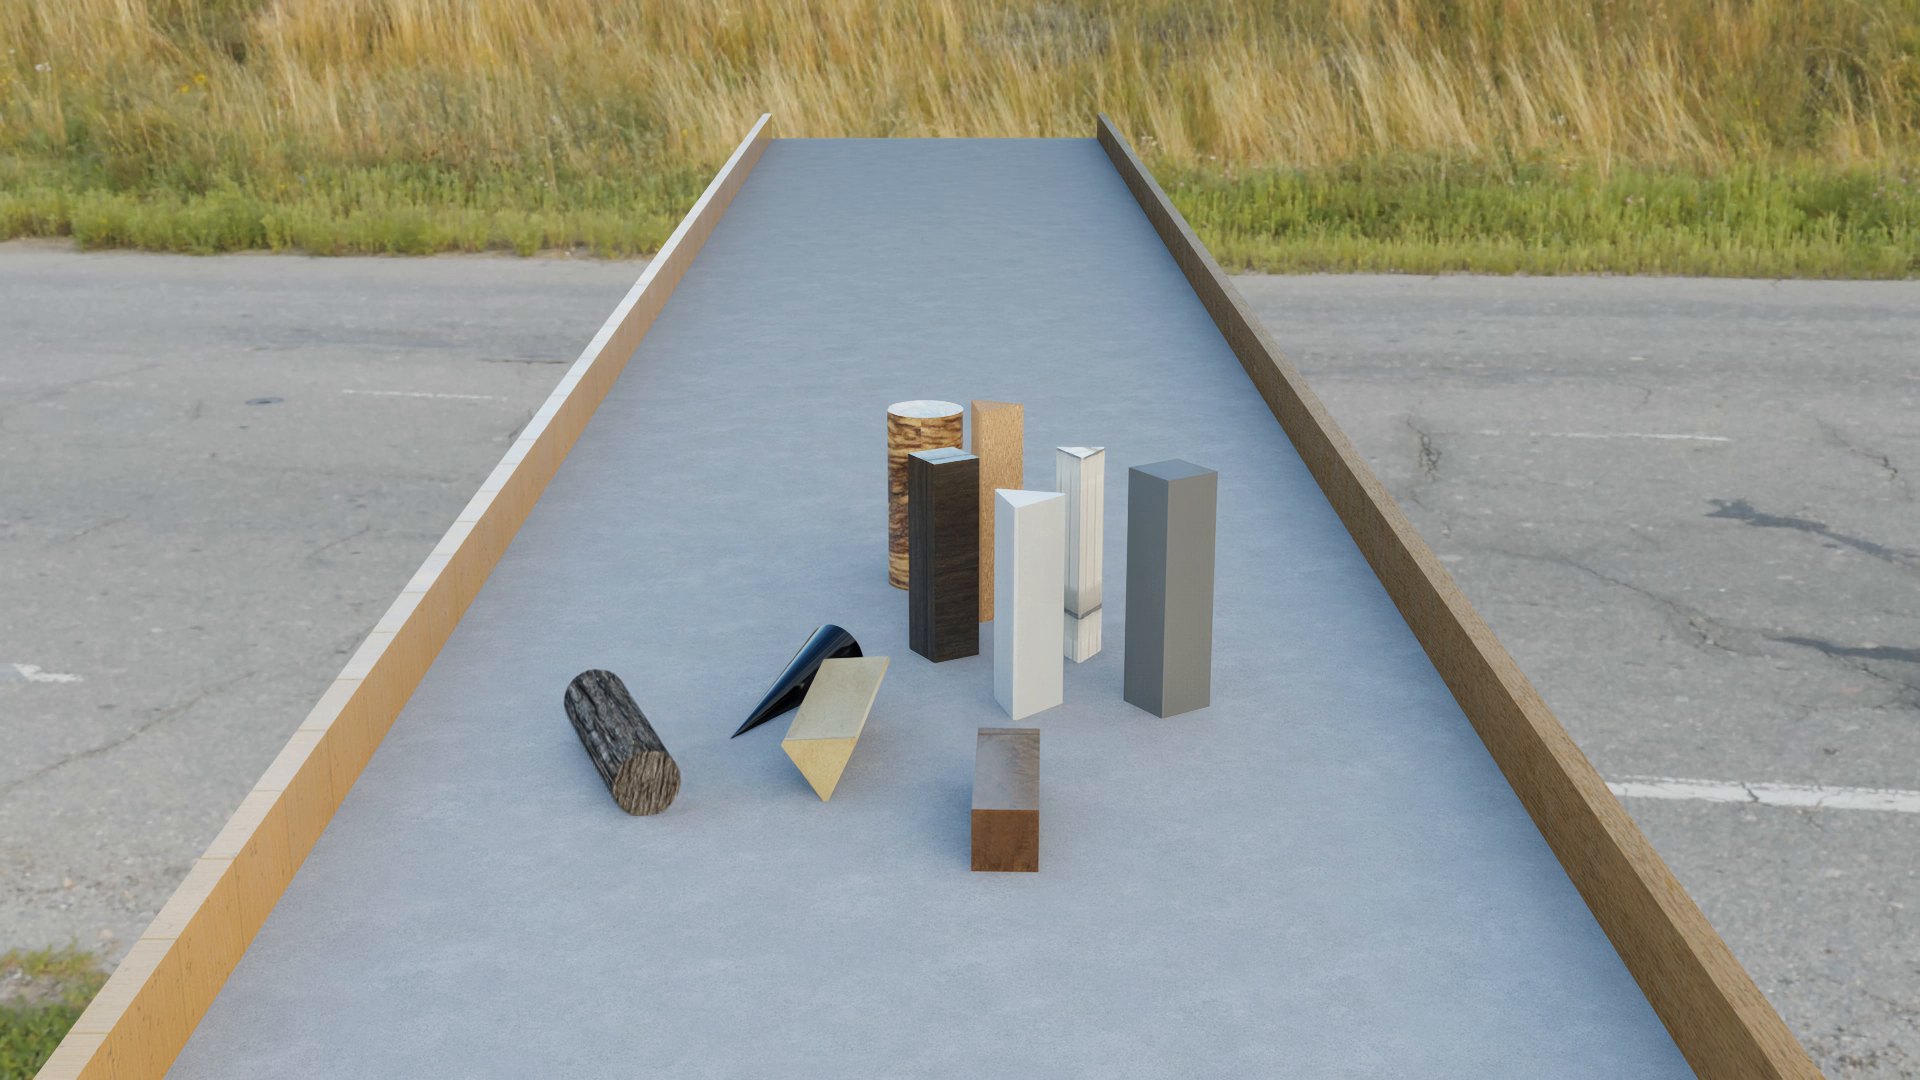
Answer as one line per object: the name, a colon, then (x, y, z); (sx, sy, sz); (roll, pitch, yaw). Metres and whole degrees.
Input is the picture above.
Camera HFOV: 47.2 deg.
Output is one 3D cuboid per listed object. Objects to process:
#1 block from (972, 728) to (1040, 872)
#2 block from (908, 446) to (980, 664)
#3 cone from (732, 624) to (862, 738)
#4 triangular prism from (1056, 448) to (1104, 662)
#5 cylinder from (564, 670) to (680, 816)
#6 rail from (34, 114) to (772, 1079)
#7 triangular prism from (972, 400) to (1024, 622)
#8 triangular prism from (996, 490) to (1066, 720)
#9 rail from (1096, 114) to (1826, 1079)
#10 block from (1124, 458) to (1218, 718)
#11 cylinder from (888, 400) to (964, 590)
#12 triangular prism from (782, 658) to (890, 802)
block: (0.077, 0.423, 3.619); (0.106, 0.106, 0.347); (1, 17, 2)
block: (-0.032, 0.030, 4.406); (0.103, 0.411, 0.103); (-10, 19, -30)
cone: (-0.330, 0.292, 4.139); (0.123, 0.123, 0.358); (10, 29, 29)
triangular prism: (0.227, 0.025, 4.397); (0.081, 0.424, 0.093); (10, 19, 29)
cylinder: (-0.595, 0.349, 3.850); (0.116, 0.116, 0.424); (-6, 18, -20)
rail: (-1.118, -0.838, 7.780); (0.050, 0.150, 12.000); (0, 17, -1)
triangular prism: (0.057, -0.065, 4.648); (0.114, 0.455, 0.099); (-13, 21, -37)
triangular prism: (0.108, 0.114, 4.122); (0.114, 0.412, 0.132); (16, 23, 42)
rail: (0.932, -0.844, 7.801); (0.050, 0.150, 12.000); (0, 17, -1)
block: (0.393, 0.090, 4.116); (0.116, 0.460, 0.116); (-11, 20, -32)
cylinder: (-0.076, -0.098, 4.863); (0.167, 0.394, 0.167); (0, 17, 0)
triangular prism: (-0.197, 0.306, 3.905); (0.110, 0.127, 0.414); (-33, 10, 14)
